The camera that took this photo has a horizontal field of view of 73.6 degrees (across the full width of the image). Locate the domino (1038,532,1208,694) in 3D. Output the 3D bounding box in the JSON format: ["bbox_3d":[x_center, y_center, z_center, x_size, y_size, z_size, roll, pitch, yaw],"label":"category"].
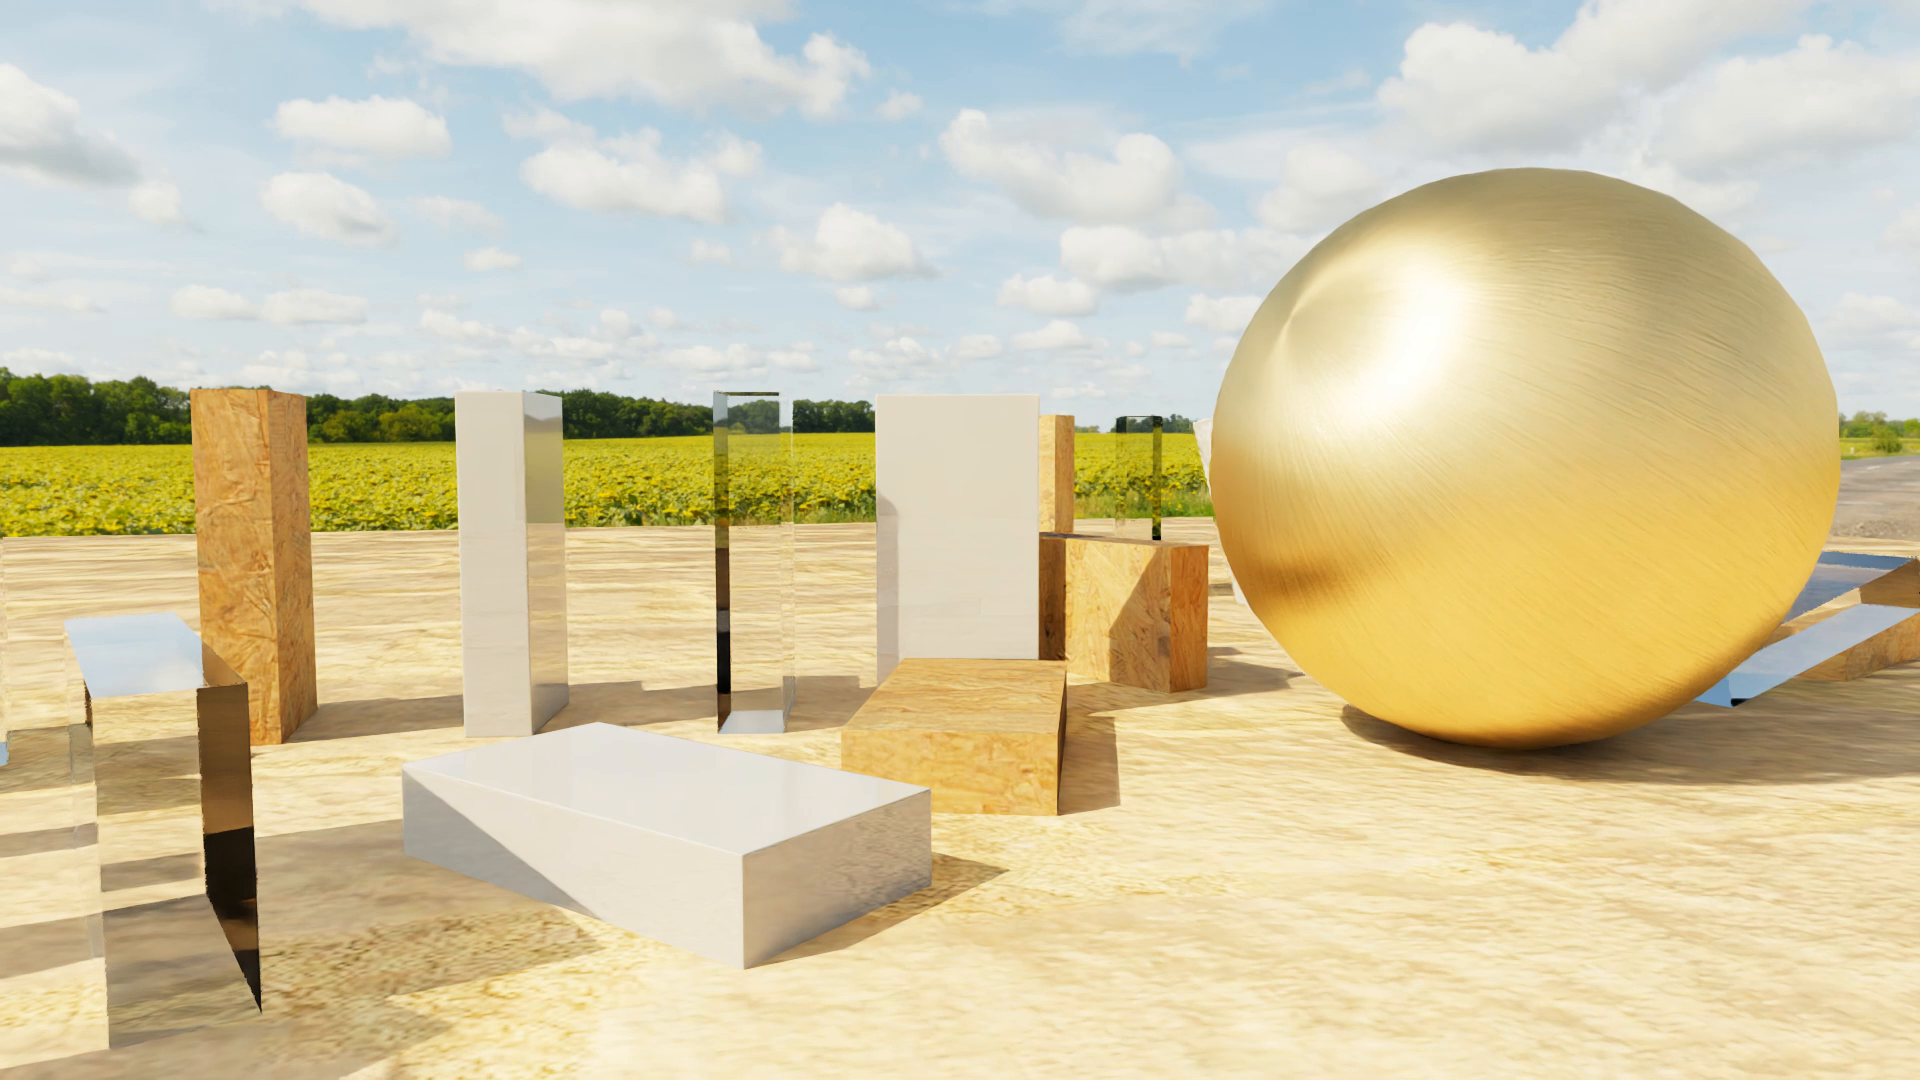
[{"bbox_3d":[0.024,0.012,0.240,0.009,0.025,0.050,-3,5,-38],"label":"domino"}]

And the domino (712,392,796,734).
[{"bbox_3d":[-0.031,0.003,0.199,0.010,0.050,0.025,0,4,-3],"label":"domino"}]

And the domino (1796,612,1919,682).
[{"bbox_3d":[0.169,0.019,0.254,0.050,0.010,0.025,-4,6,-39],"label":"domino"}]

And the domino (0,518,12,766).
[{"bbox_3d":[-0.138,0.004,0.176,0.010,0.050,0.025,-3,5,-35],"label":"domino"}]

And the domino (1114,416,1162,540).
[{"bbox_3d":[0.050,-0.009,0.358,0.009,0.050,0.025,0,4,0],"label":"domino"}]

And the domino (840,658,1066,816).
[{"bbox_3d":[0.001,0.025,0.172,0.025,0.010,0.050,0,4,6],"label":"domino"}]

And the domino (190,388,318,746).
[{"bbox_3d":[-0.104,0.003,0.191,0.010,0.050,0.025,-1,4,-16],"label":"domino"}]

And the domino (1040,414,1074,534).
[{"bbox_3d":[0.017,-0.008,0.344,0.025,0.050,0.009,3,5,37],"label":"domino"}]

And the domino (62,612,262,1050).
[{"bbox_3d":[-0.071,0.022,0.112,0.009,0.025,0.050,-3,5,-37],"label":"domino"}]

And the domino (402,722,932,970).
[{"bbox_3d":[-0.030,0.028,0.128,0.050,0.010,0.025,3,5,36],"label":"domino"}]

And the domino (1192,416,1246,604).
[{"bbox_3d":[0.079,-0.009,0.352,0.010,0.050,0.025,-16,-5,33],"label":"domino"}]

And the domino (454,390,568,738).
[{"bbox_3d":[-0.068,0.003,0.197,0.010,0.050,0.025,0,4,-5],"label":"domino"}]

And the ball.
[{"bbox_3d":[0.076,-0.011,0.181,0.080,0.080,0.080,0,4,0],"label":"ball"}]

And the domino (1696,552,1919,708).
[{"bbox_3d":[0.141,0.014,0.226,0.050,0.010,0.025,-19,11,-21],"label":"domino"}]

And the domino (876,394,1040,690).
[{"bbox_3d":[0.000,0.002,0.201,0.025,0.050,0.010,0,4,3],"label":"domino"}]
